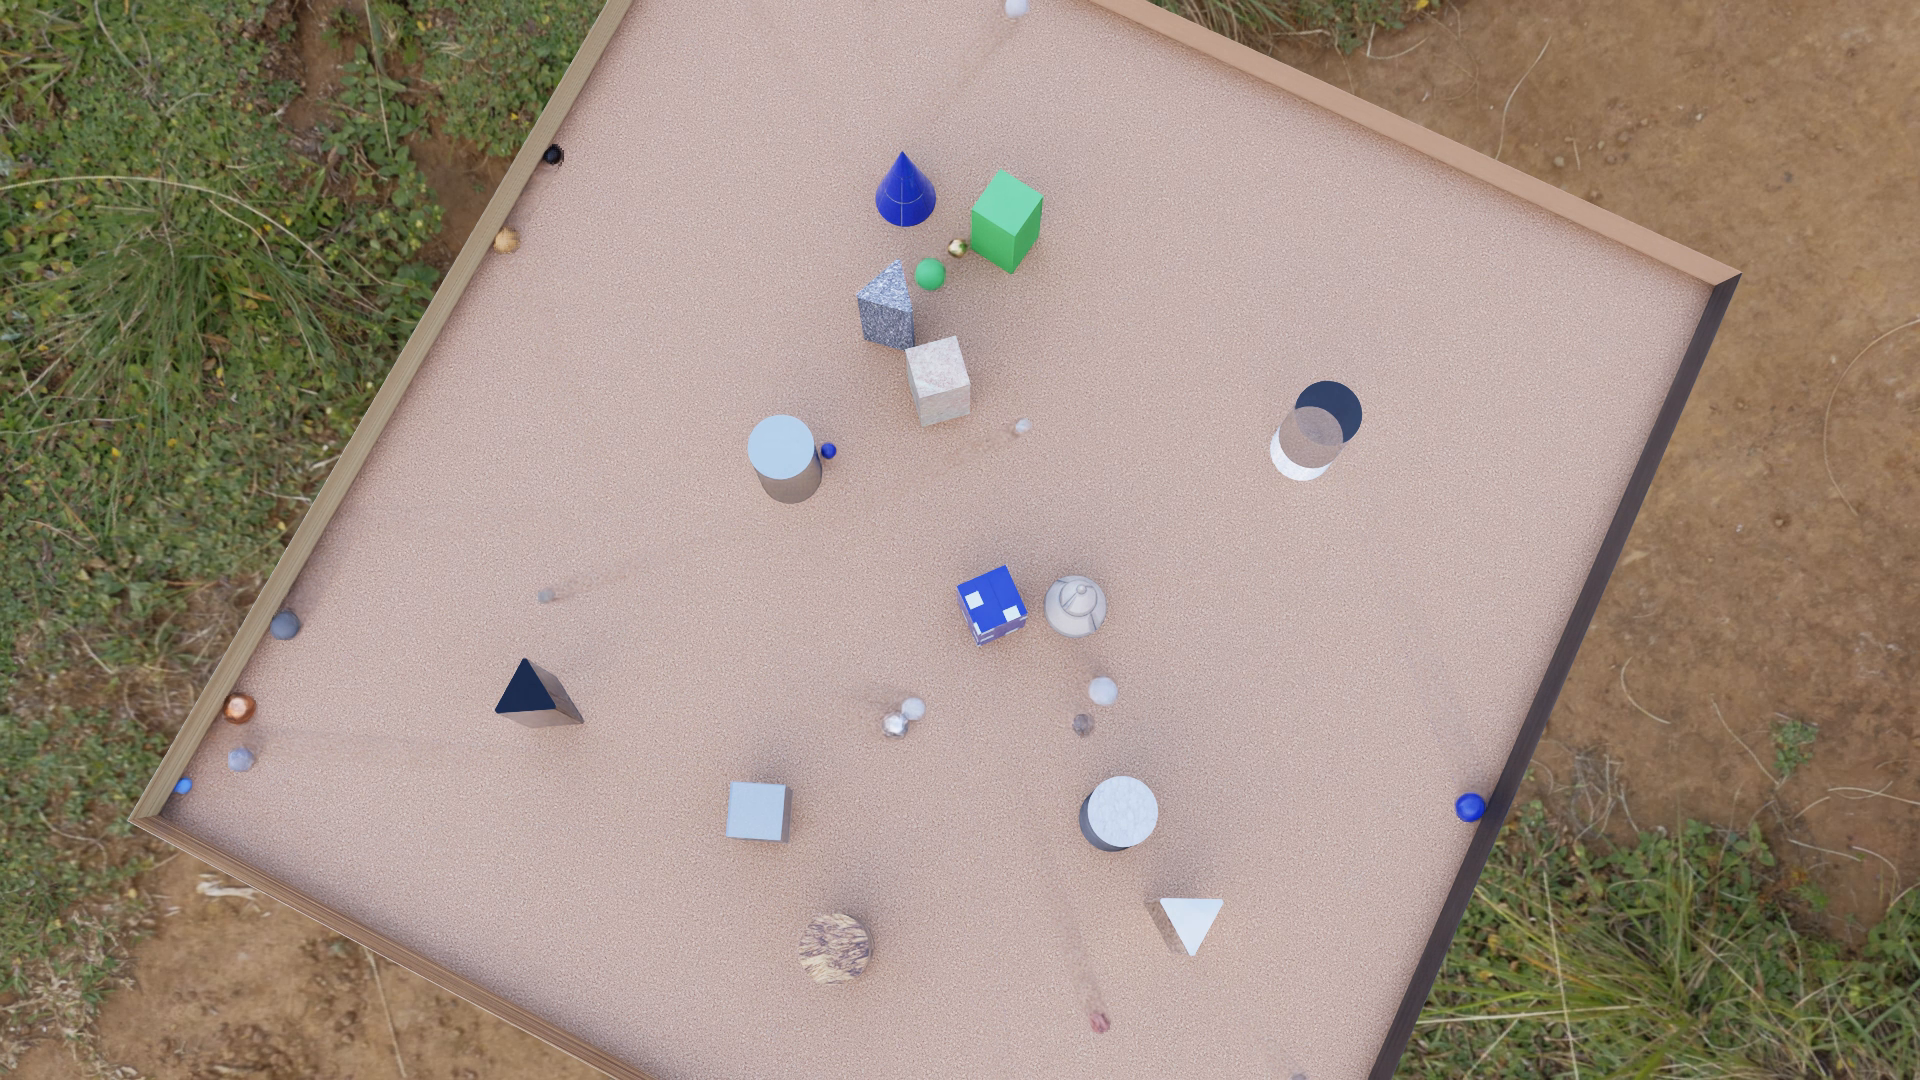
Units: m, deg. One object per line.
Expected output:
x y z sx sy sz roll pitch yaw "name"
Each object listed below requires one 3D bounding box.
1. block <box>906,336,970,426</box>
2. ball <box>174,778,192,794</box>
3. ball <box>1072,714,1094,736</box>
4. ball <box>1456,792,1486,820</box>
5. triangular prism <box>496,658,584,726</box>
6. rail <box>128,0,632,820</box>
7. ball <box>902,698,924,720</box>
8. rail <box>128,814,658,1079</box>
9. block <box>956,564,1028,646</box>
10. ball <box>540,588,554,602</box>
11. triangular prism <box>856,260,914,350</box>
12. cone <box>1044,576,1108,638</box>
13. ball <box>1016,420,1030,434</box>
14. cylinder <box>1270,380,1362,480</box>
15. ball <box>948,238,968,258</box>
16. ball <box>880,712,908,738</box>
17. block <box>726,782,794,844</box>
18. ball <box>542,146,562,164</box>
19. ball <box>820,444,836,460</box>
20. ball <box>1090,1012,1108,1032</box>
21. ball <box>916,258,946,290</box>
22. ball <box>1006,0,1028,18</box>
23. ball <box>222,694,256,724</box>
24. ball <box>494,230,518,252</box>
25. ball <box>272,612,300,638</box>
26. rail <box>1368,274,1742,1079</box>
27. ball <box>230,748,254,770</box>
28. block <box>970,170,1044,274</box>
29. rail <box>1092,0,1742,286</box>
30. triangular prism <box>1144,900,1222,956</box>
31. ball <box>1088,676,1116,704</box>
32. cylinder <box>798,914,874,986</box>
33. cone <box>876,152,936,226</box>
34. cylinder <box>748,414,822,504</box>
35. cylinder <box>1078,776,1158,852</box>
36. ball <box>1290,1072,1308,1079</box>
-0.065 -0.477 5.551 0.155 0.322 0.155 -16 79 -3 "block"
-2.307 0.732 5.440 0.048 0.048 0.048 0 78 0 "ball"
0.367 0.552 5.470 0.064 0.064 0.064 0 78 0 "ball"
1.508 0.787 5.410 0.085 0.085 0.085 0 78 0 "ball"
-1.217 0.443 5.322 0.168 0.397 0.146 -4 78 -1 "triangular prism"
-1.578 -0.766 5.710 0.045 0.126 3.662 26 80 5 "rail"
-0.141 0.503 5.478 0.067 0.067 0.067 0 78 0 "ball"
-0.808 1.590 5.222 3.576 0.126 0.045 26 80 5 "rail"
0.093 0.198 5.444 0.155 0.258 0.155 -23 79 -5 "block"
-1.253 0.169 5.559 0.044 0.044 0.044 0 78 0 "ball"
-0.201 -0.718 5.563 0.168 0.396 0.146 17 79 3 "triangular prism"
0.350 0.167 5.405 0.194 0.346 0.194 0 78 0 "cone"
0.193 -0.351 5.668 0.042 0.042 0.042 0 78 0 "ball"
1.058 -0.321 5.467 0.194 0.424 0.194 0 78 0 "cylinder"
-0.008 -0.922 5.775 0.063 0.063 0.063 0 78 0 "ball"
-0.195 0.552 5.461 0.081 0.081 0.081 0 78 0 "ball"
-0.578 0.793 5.317 0.155 0.264 0.155 4 78 1 "block"
-1.299 -1.225 5.840 0.059 0.059 0.059 0 78 0 "ball"
-0.405 -0.273 5.648 0.049 0.049 0.049 0 78 0 "ball"
0.403 1.392 5.301 0.055 0.055 0.055 0 78 0 "ball"
-0.092 -0.835 5.740 0.097 0.097 0.097 0 78 0 "ball"
0.183 -1.727 5.937 0.072 0.072 0.072 0 78 0 "ball"
-2.151 0.505 5.465 0.092 0.092 0.092 0 78 0 "ball"
-1.431 -0.943 5.776 0.070 0.070 0.070 0 78 0 "ball"
-2.031 0.256 5.521 0.083 0.083 0.083 0 78 0 "ball"
1.578 0.779 5.390 0.045 0.126 3.662 26 80 5 "rail"
-2.136 0.650 5.447 0.068 0.068 0.068 0 78 0 "ball"
0.142 -0.977 5.649 0.155 0.332 0.155 33 80 6 "block"
0.808 -1.576 5.877 3.576 0.126 0.045 26 80 5 "rail"
0.604 1.054 5.163 0.146 0.461 0.168 31 80 6 "triangular prism"
0.426 0.450 5.480 0.085 0.085 0.085 0 78 0 "ball"
-0.347 1.161 5.209 0.194 0.327 0.194 0 78 0 "cylinder"
-0.173 -1.127 5.661 0.194 0.369 0.194 0 78 0 "cone"
-0.522 -0.239 5.500 0.194 0.324 0.194 0 78 0 "cylinder"
0.451 0.790 5.257 0.194 0.384 0.194 0 78 0 "cylinder"
0.974 1.559 5.267 0.054 0.054 0.054 0 78 0 "ball"
